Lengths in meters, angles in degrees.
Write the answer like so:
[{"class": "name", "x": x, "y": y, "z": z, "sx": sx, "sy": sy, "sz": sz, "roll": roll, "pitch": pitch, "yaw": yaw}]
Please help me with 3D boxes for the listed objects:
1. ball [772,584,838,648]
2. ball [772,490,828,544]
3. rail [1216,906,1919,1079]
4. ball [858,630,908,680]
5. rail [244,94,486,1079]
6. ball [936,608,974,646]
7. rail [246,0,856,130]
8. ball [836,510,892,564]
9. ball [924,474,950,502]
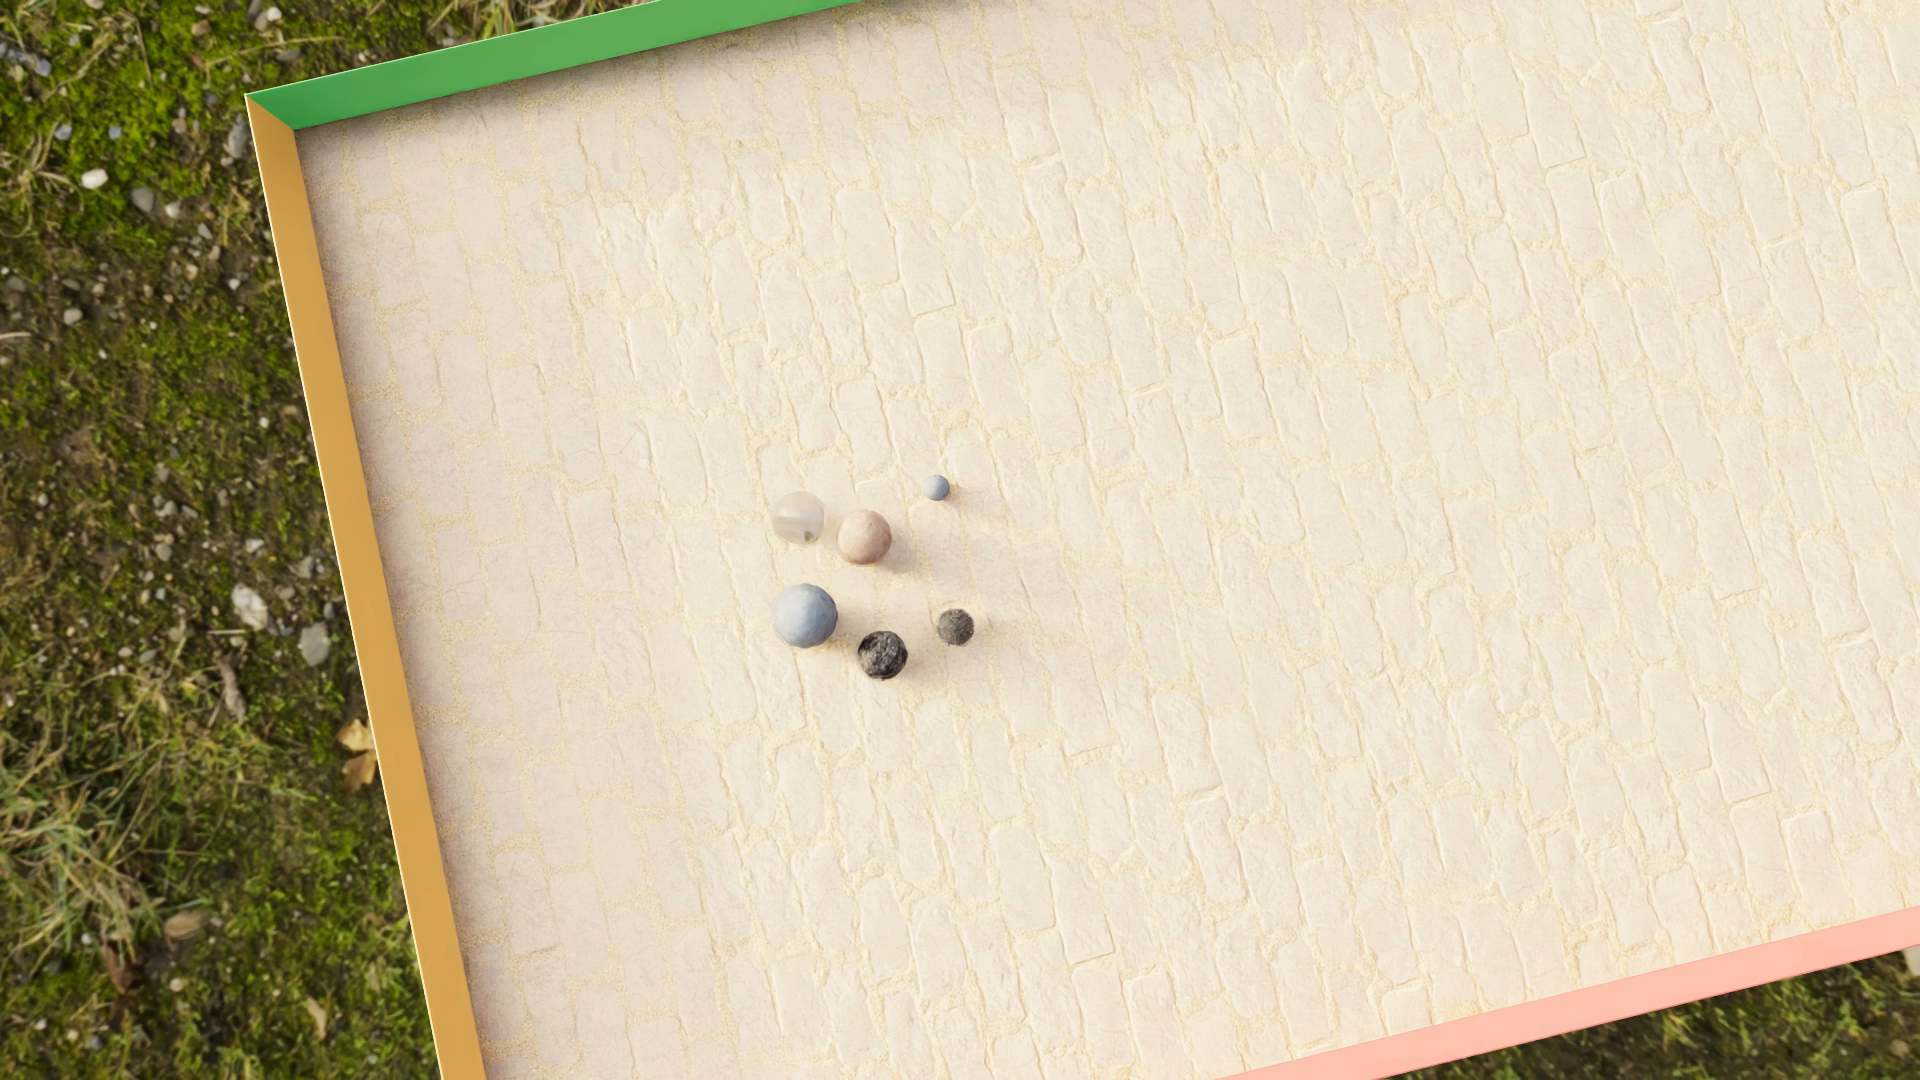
[{"class": "ball", "x": -0.228, "y": 0.112, "z": 3.239, "sx": 0.096, "sy": 0.096, "sz": 0.096, "roll": 0, "pitch": 82, "yaw": 0}, {"class": "ball", "x": -0.238, "y": -0.034, "z": 3.268, "sx": 0.081, "sy": 0.081, "sz": 0.081, "roll": 0, "pitch": 82, "yaw": 0}, {"class": "rail", "x": 1.061, "y": 0.624, "z": 3.148, "sx": 3.535, "sy": 0.124, "sz": 0.045, "roll": -13, "pitch": 82, "yaw": -2}, {"class": "ball", "x": -0.114, "y": 0.169, "z": 3.242, "sx": 0.074, "sy": 0.074, "sz": 0.074, "roll": 0, "pitch": 82, "yaw": 0}, {"class": "rail", "x": -0.836, "y": 0.194, "z": 3.212, "sx": 0.045, "sy": 0.124, "sz": 1.778, "roll": -13, "pitch": 82, "yaw": -2}, {"class": "ball", "x": -0.006, "y": 0.128, "z": 3.257, "sx": 0.056, "sy": 0.056, "sz": 0.056, "roll": 0, "pitch": 82, "yaw": 0}, {"class": "rail", "x": 0.657, "y": -1.041, "z": 3.394, "sx": 3.535, "sy": 0.124, "sz": 0.045, "roll": -13, "pitch": 82, "yaw": -2}, {"class": "ball", "x": -0.142, "y": -0.005, "z": 3.263, "sx": 0.082, "sy": 0.082, "sz": 0.082, "roll": 0, "pitch": 82, "yaw": 0}, {"class": "ball", "x": -0.035, "y": -0.078, "z": 3.295, "sx": 0.040, "sy": 0.040, "sz": 0.040, "roll": 0, "pitch": 82, "yaw": 0}]
